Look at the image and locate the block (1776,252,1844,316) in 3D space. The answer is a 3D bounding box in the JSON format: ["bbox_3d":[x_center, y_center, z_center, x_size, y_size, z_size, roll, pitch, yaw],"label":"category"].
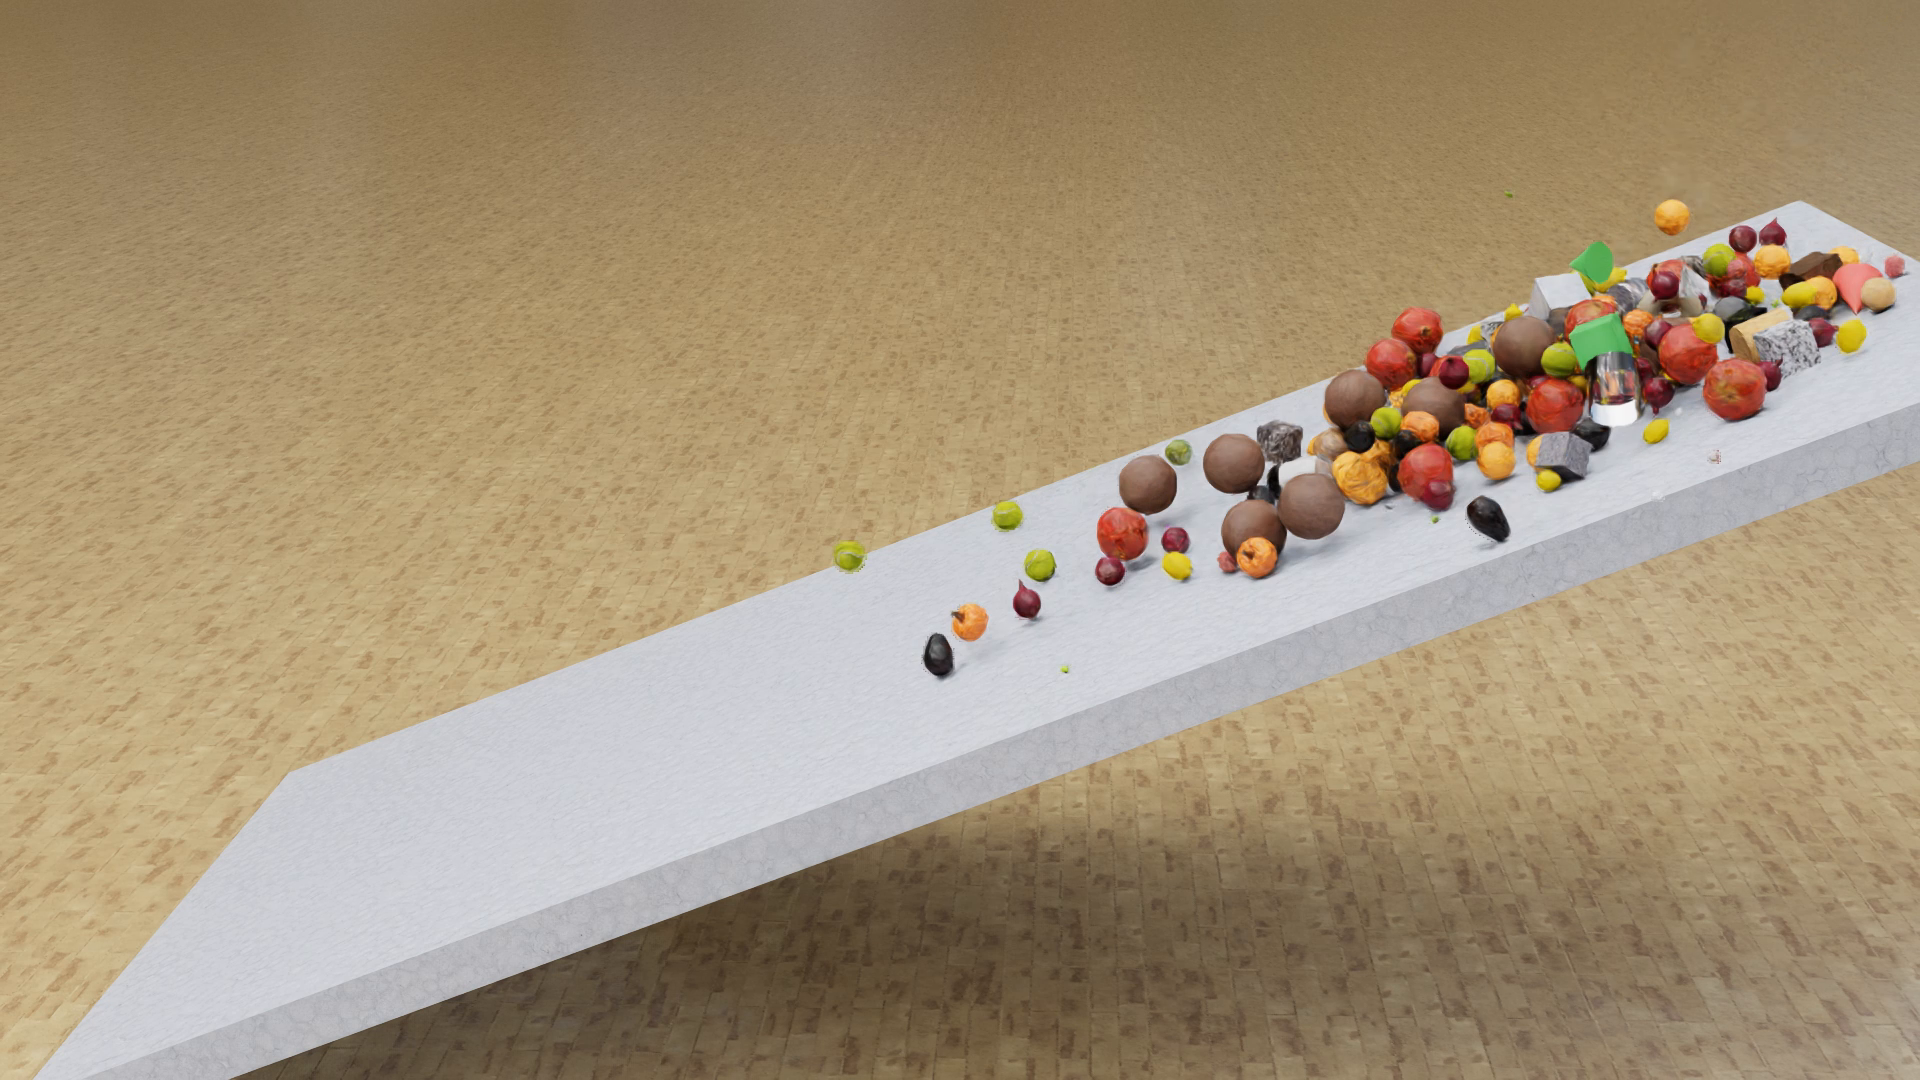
[{"bbox_3d":[1.732,-0.519,5.954,0.093,0.093,0.093,-30,13,-12],"label":"block"}]

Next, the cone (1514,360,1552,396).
[{"bbox_3d":[1.225,-0.351,6.215,0.079,0.079,0.079,-17,20,-28],"label":"cone"}]

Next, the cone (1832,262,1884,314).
[{"bbox_3d":[1.781,-0.481,5.841,0.098,0.098,0.098,4,49,17],"label":"cone"}]

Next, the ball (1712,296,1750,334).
[{"bbox_3d":[1.578,-0.457,6.012,0.082,0.082,0.082,0,14,0],"label":"ball"}]

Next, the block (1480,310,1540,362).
[{"bbox_3d":[1.205,-0.444,6.431,0.093,0.093,0.093,7,21,37],"label":"block"}]

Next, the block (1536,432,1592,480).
[{"bbox_3d":[1.121,-0.157,5.463,0.066,0.066,0.066,25,-15,-33],"label":"block"}]

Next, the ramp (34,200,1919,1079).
[{"bbox_3d":[0.123,0.174,6.291,4.000,0.100,2.000,-21,12,7],"label":"ramp"}]

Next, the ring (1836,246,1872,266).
[{"bbox_3d":[1.848,-0.577,6.150,0.121,0.040,0.121,-24,15,7],"label":"ring"}]

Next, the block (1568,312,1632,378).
[{"bbox_3d":[1.244,-0.380,5.709,0.086,0.086,0.086,-20,9,25],"label":"block"}]

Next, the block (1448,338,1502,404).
[{"bbox_3d":[1.113,-0.364,6.359,0.086,0.086,0.086,-19,35,16],"label":"block"}]

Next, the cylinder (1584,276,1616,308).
[{"bbox_3d":[1.404,-0.523,6.425,0.081,0.081,0.081,-10,-24,-5],"label":"cylinder"}]

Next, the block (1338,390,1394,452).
[{"bbox_3d":[0.883,-0.253,6.336,0.093,0.093,0.093,-17,13,24],"label":"block"}]

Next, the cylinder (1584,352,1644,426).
[{"bbox_3d":[1.220,-0.281,5.484,0.100,0.100,0.100,1,56,3],"label":"cylinder"}]

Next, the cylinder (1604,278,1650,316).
[{"bbox_3d":[1.380,-0.502,6.076,0.067,0.067,0.067,-20,24,-40],"label":"cylinder"}]

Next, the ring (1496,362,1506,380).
[{"bbox_3d":[1.170,-0.373,6.470,0.124,0.041,0.124,-18,11,3],"label":"ring"}]

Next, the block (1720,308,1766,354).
[{"bbox_3d":[1.577,-0.420,5.887,0.066,0.066,0.066,-29,14,-30],"label":"block"}]

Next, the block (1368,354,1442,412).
[{"bbox_3d":[0.988,-0.343,6.528,0.098,0.098,0.098,-9,18,47],"label":"block"}]

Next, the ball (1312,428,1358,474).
[{"bbox_3d":[0.792,-0.188,6.203,0.097,0.097,0.097,0,14,0],"label":"ball"}]

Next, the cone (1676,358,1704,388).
[{"bbox_3d":[1.420,-0.336,5.771,0.054,0.054,0.054,-31,-8,-5],"label":"cone"}]

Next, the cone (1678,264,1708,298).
[{"bbox_3d":[1.447,-0.524,5.846,0.063,0.063,0.063,-23,30,14],"label":"cone"}]

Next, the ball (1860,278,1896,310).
[{"bbox_3d":[1.798,-0.482,5.762,0.066,0.066,0.066,0,14,0],"label":"ball"}]

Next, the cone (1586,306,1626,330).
[{"bbox_3d":[1.348,-0.431,6.082,0.089,0.089,0.089,-1,22,-5],"label":"cone"}]

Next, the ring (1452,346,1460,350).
[{"bbox_3d":[1.143,-0.410,6.606,0.088,0.029,0.088,19,-11,4],"label":"ring"}]

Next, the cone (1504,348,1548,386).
[{"bbox_3d":[1.204,-0.351,6.284,0.092,0.092,0.092,1,-16,6],"label":"cone"}]

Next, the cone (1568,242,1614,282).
[{"bbox_3d":[1.295,-0.573,6.107,0.085,0.085,0.085,-10,6,-34],"label":"cone"}]

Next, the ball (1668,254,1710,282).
[{"bbox_3d":[1.588,-0.576,6.406,0.089,0.089,0.089,0,14,0],"label":"ball"}]

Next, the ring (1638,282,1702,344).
[{"bbox_3d":[1.454,-0.463,6.025,0.136,0.136,0.045,-1,10,-3],"label":"ring"}]

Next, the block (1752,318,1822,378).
[{"bbox_3d":[1.577,-0.365,5.606,0.083,0.083,0.083,-23,12,-4],"label":"block"}]

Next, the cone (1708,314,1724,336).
[{"bbox_3d":[1.565,-0.432,6.059,0.056,0.056,0.056,-6,32,-24],"label":"cone"}]

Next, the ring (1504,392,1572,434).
[{"bbox_3d":[1.169,-0.256,5.945,0.142,0.047,0.142,-22,12,5],"label":"ring"}]

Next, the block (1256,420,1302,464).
[{"bbox_3d":[0.687,-0.210,6.325,0.069,0.069,0.069,18,27,37],"label":"block"}]

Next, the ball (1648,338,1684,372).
[{"bbox_3d":[1.428,-0.374,5.944,0.070,0.070,0.070,0,14,0],"label":"ball"}]

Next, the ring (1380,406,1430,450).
[{"bbox_3d":[0.925,-0.231,6.114,0.120,0.040,0.120,38,-9,7],"label":"ring"}]

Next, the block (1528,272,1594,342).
[{"bbox_3d":[1.263,-0.490,6.187,0.096,0.096,0.096,-8,49,-9],"label":"block"}]

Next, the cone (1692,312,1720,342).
[{"bbox_3d":[1.531,-0.444,6.047,0.057,0.057,0.057,-5,-12,-1],"label":"cone"}]
